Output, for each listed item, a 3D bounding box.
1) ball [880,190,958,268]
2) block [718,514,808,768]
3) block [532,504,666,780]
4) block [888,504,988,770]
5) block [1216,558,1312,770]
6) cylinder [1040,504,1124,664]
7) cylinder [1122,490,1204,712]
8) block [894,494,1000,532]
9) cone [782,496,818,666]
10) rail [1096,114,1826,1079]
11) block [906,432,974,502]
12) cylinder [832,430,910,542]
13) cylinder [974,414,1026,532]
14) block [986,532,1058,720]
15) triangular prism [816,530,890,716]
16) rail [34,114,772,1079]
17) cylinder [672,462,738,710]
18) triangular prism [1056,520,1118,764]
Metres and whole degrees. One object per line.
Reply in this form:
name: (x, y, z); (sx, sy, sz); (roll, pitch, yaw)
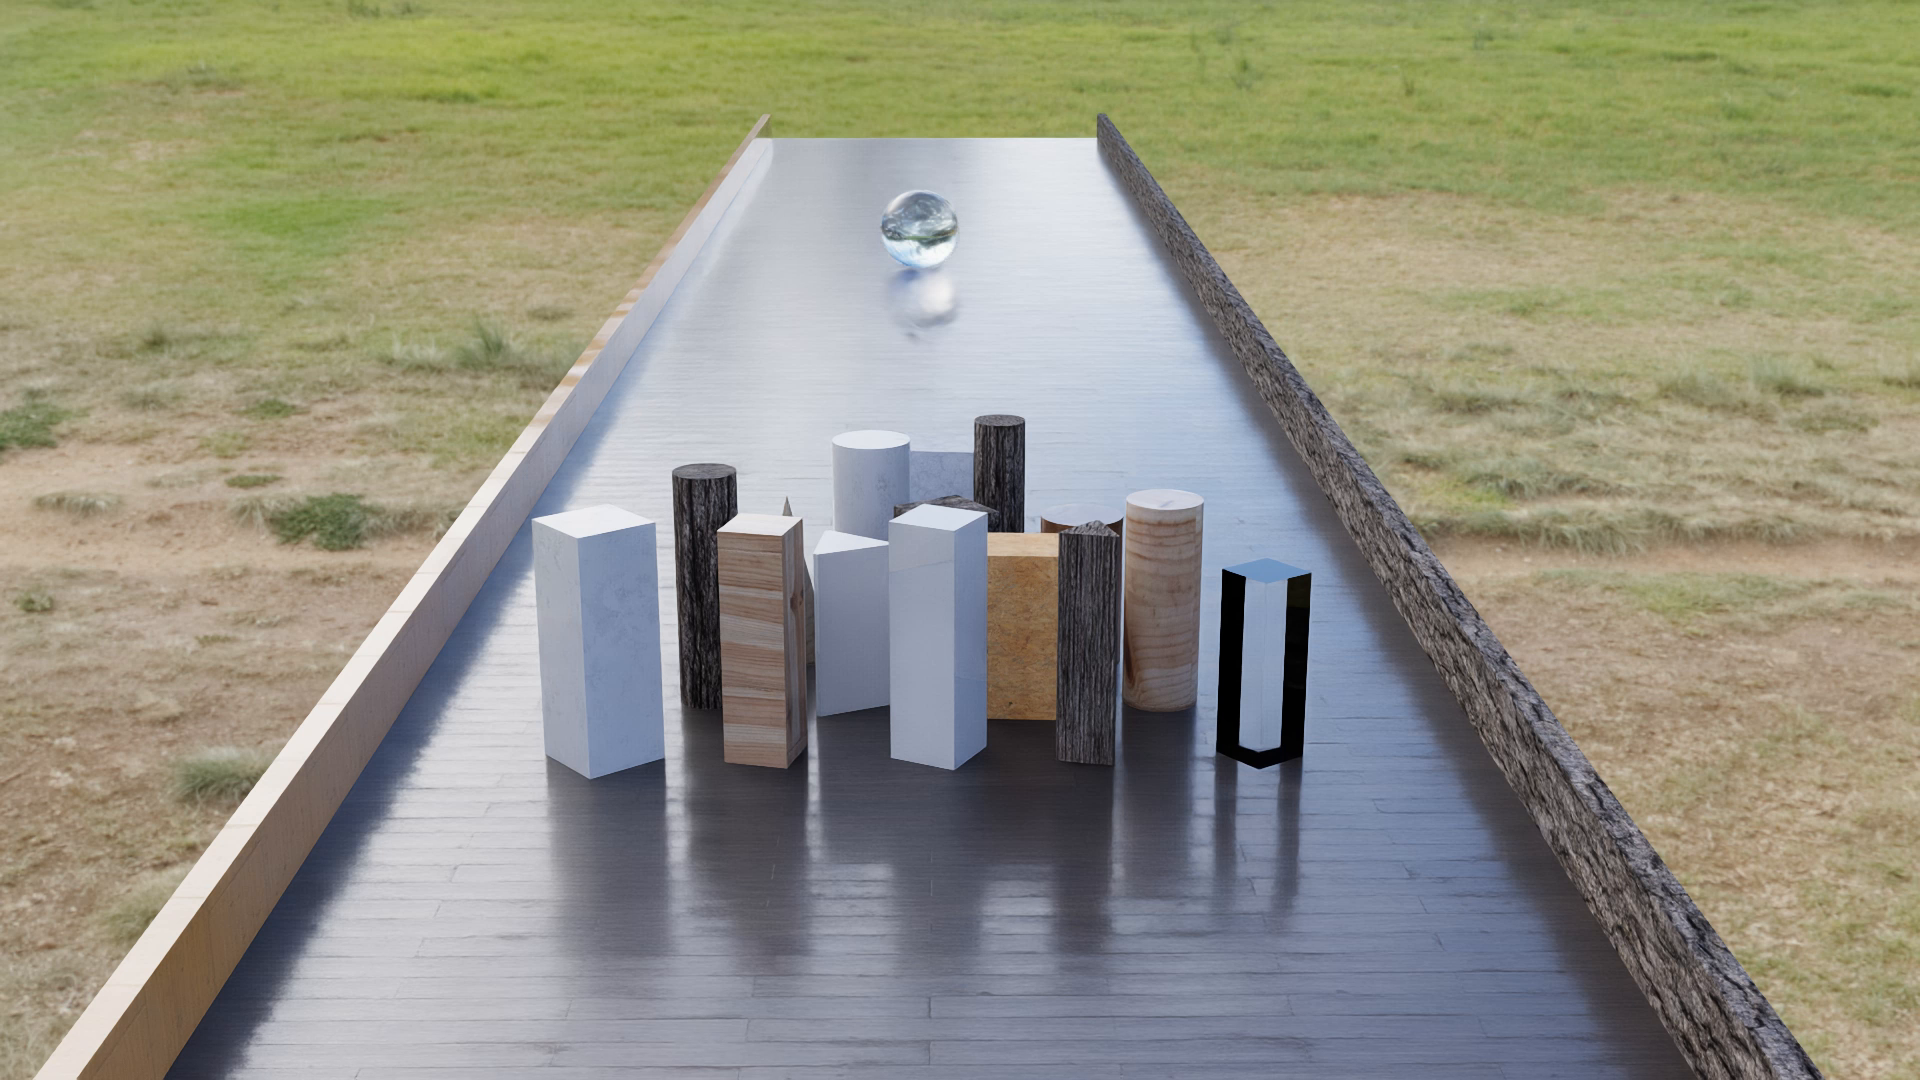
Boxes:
ball: (-0.163, -1.259, 8.904); (0.317, 0.317, 0.317); (0, 17, 0)
block: (-0.347, 0.177, 3.880); (0.117, 0.428, 0.117); (4, 17, 14)
block: (-0.634, 0.176, 3.868); (0.154, 0.438, 0.154); (-14, 21, -38)
block: (-0.038, 0.170, 3.885); (0.127, 0.438, 0.127); (8, 18, 26)
block: (0.536, 0.218, 3.892); (0.110, 0.343, 0.110); (-12, 20, -35)
cylinder: (0.241, 0.094, 4.382); (0.163, 0.301, 0.163); (0, 17, 0)
cylinder: (0.382, 0.114, 4.150); (0.144, 0.396, 0.144); (0, 17, 0)
block: (-0.027, 0.089, 4.373); (0.150, 0.315, 0.150); (-11, 20, -32)
cone: (-0.343, 0.070, 4.405); (0.165, 0.334, 0.165); (0, 17, 0)
rail: (0.932, -0.844, 7.801); (0.050, 0.150, 12.000); (0, 17, -1)
block: (-0.045, -0.067, 4.906); (0.167, 0.311, 0.167); (2, 17, 6)
cylinder: (-0.185, -0.027, 4.645); (0.164, 0.383, 0.164); (0, 17, 0)
cylinder: (0.082, -0.042, 4.613); (0.106, 0.430, 0.106); (0, 17, 0)
block: (0.110, 0.161, 4.129); (0.150, 0.318, 0.150); (1, 17, 3)
triangular prism: (-0.224, 0.151, 4.163); (0.156, 0.317, 0.135); (-8, 18, -24)
rail: (-1.118, -0.838, 7.780); (0.050, 0.150, 12.000); (0, 17, -1)
cylinder: (-0.475, 0.087, 4.146); (0.119, 0.449, 0.119); (0, 17, 0)
triangular prism: (0.232, 0.180, 3.883); (0.105, 0.422, 0.091); (4, 17, 13)
